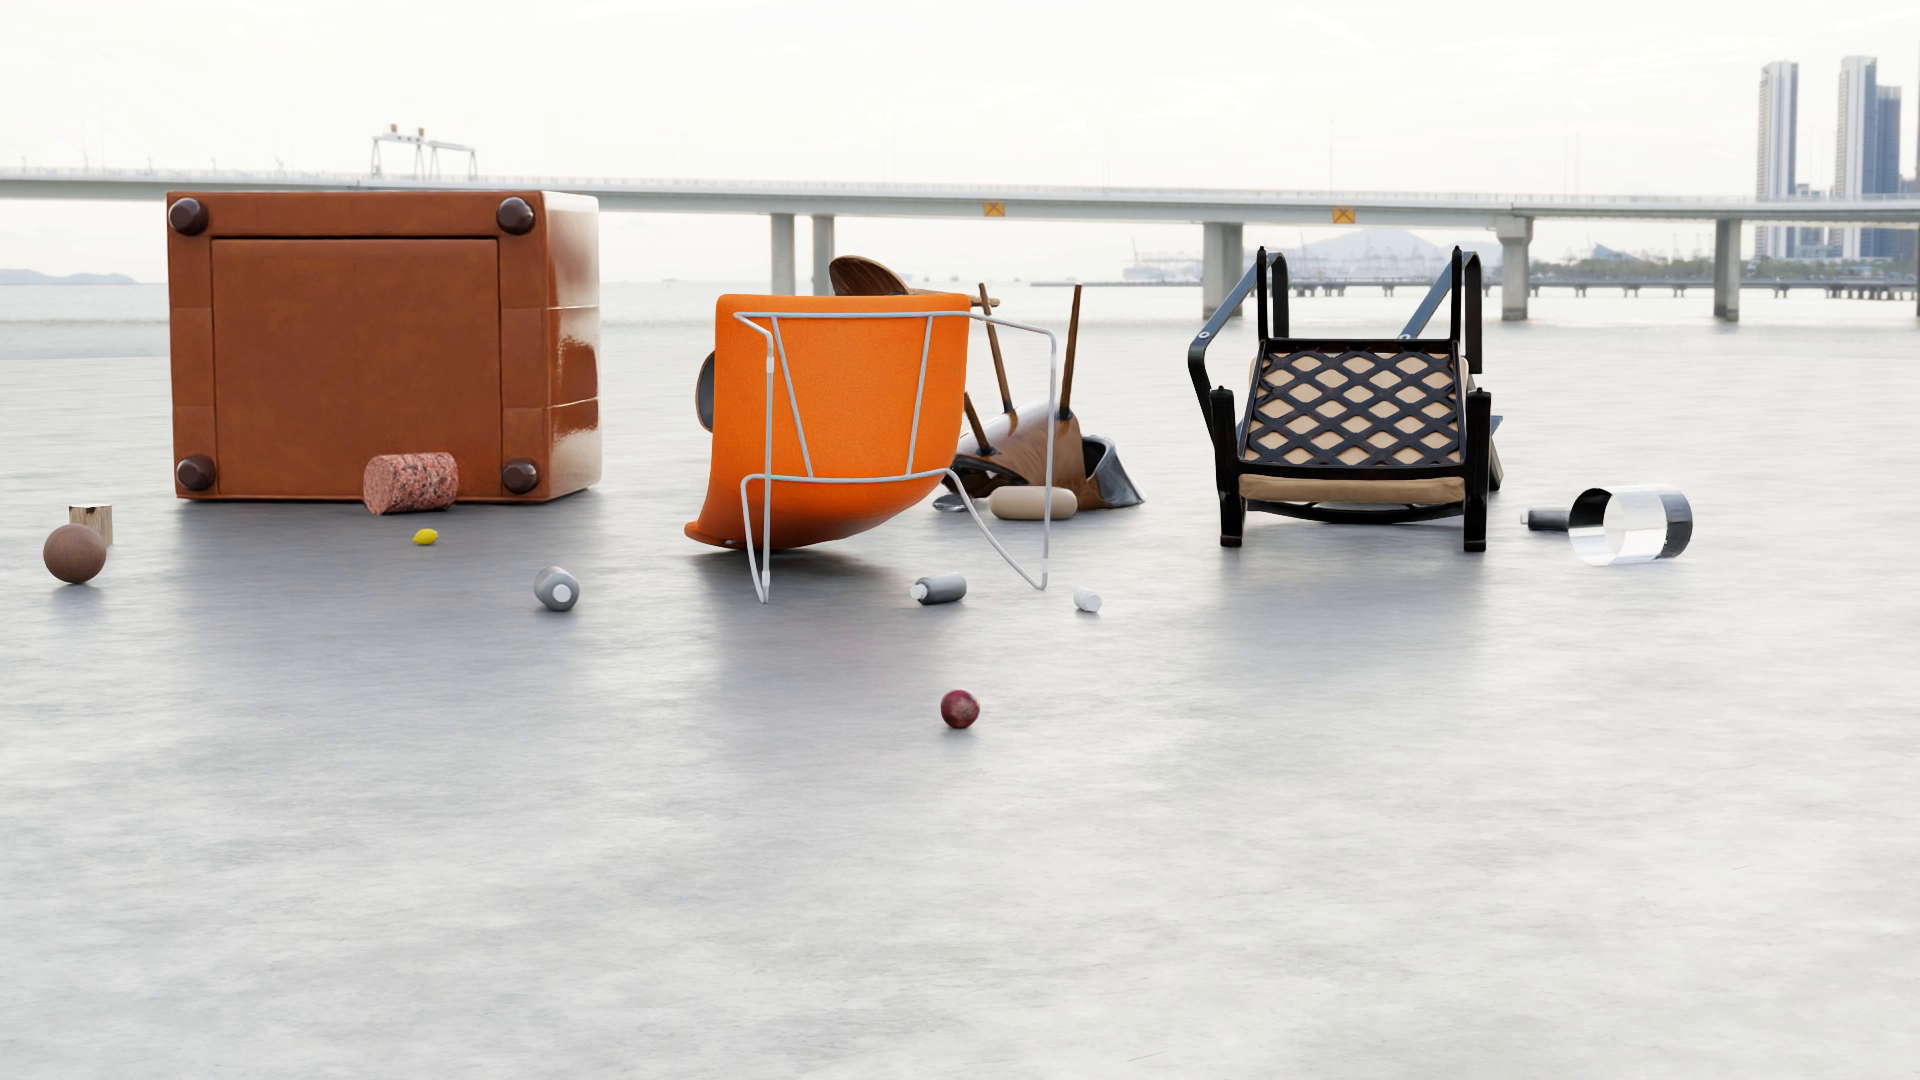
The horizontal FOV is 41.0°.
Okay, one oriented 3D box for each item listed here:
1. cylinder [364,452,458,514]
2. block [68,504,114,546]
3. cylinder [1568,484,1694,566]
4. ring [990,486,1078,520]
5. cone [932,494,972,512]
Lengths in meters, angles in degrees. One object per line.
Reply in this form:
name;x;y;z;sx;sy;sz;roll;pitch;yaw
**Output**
cylinder;-1.529;-0.158;7.146;0.218;0.167;0.136;-6;28;-46
block;-2.138;-0.037;6.311;0.066;0.095;0.075;4;7;34
cylinder;1.542;-0.036;5.899;0.230;0.178;0.169;-4;7;-35
ring;0.198;-0.100;6.969;0.242;0.087;0.170;2;5;8
cone;0.002;-0.095;7.210;0.130;0.050;0.099;-4;-11;28
